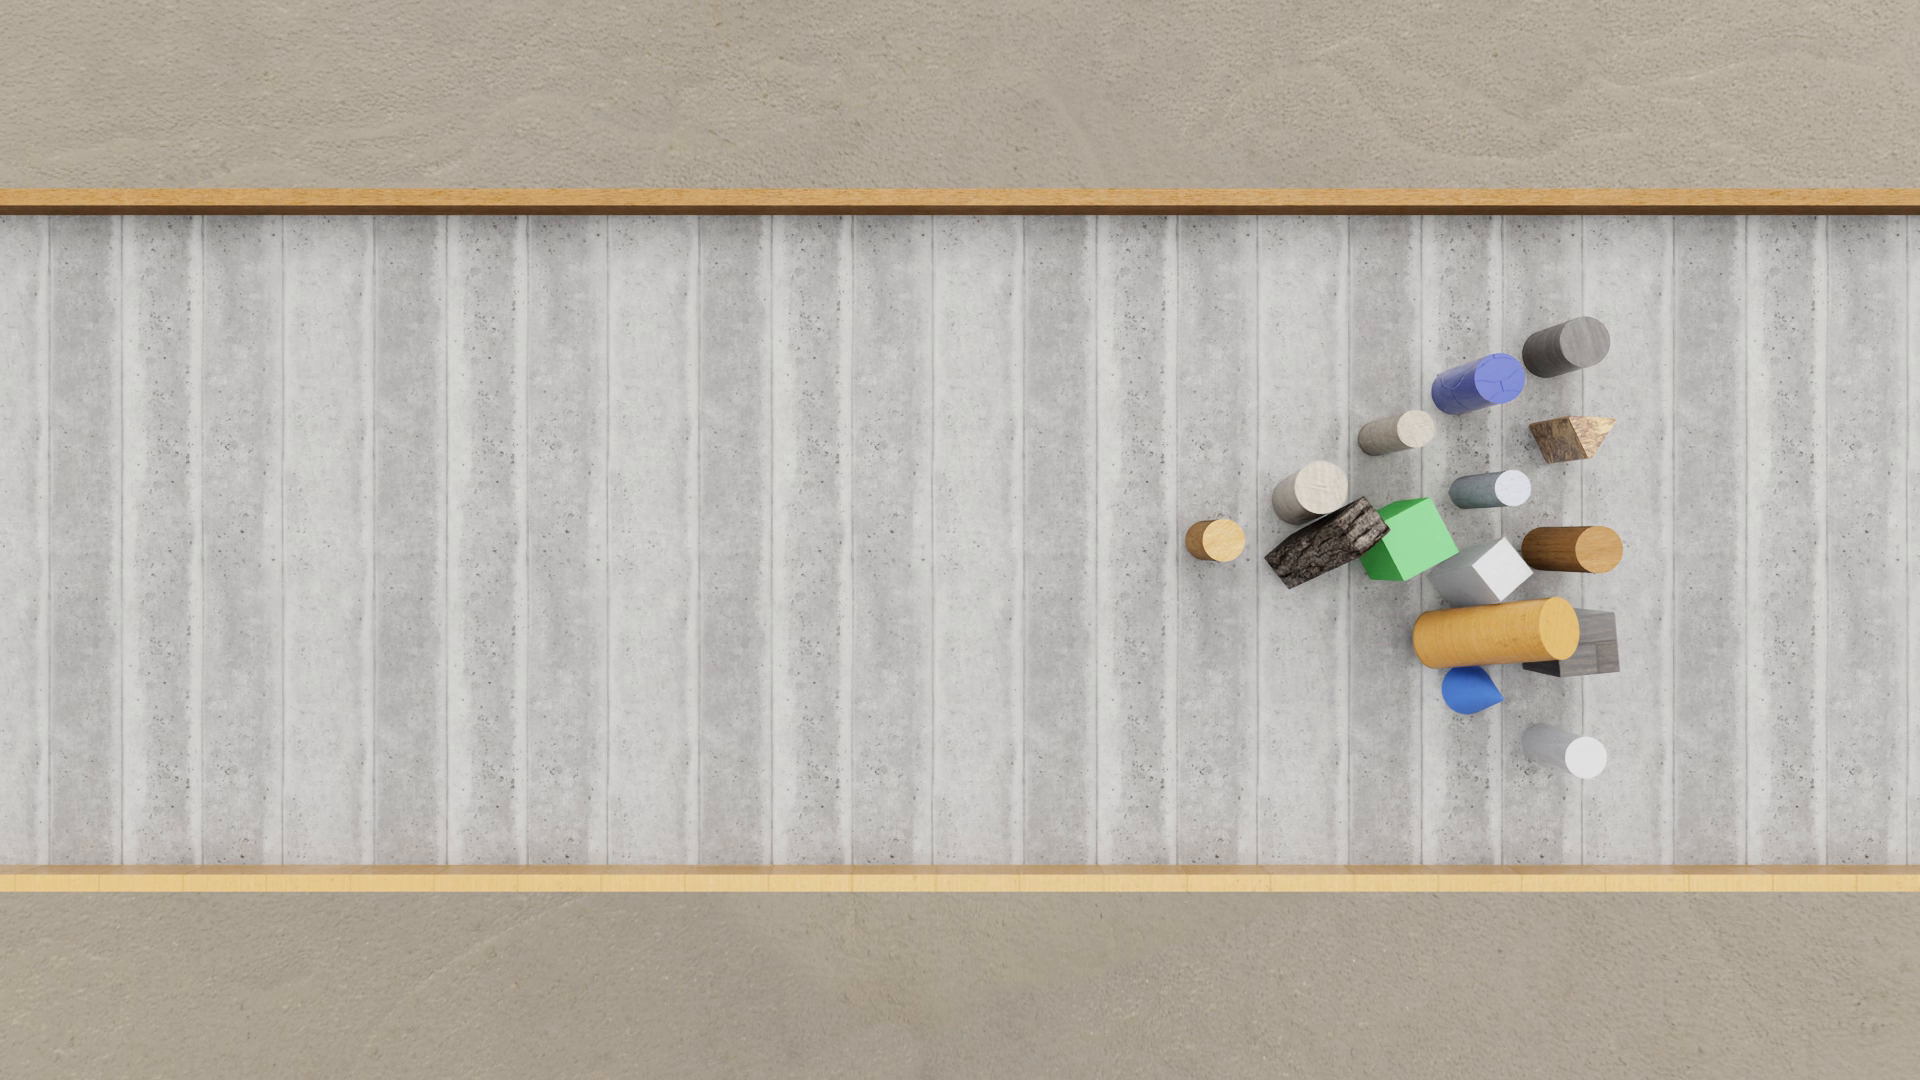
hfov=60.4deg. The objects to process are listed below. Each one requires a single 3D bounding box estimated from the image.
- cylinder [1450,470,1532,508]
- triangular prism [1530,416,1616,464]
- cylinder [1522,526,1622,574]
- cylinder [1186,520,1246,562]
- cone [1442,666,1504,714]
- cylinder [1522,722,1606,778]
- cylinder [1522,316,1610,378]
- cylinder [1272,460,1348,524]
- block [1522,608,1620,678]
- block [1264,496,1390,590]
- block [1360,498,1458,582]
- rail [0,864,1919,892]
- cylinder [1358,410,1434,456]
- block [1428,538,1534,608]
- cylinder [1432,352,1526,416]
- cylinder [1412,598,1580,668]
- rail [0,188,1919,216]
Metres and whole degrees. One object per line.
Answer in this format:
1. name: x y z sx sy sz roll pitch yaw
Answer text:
1. cylinder: 1.558 -0.146 4.861 0.102 0.431 0.102 0 90 0
2. triangular prism: 1.800 -0.323 4.909 0.117 0.335 0.135 34 90 0
3. cylinder: 1.795 0.027 4.853 0.134 0.446 0.134 0 90 0
4. cylinder: 0.754 0.001 4.895 0.122 0.364 0.122 0 90 0
5. cone: 1.561 0.458 4.900 0.157 0.352 0.157 0 90 0
6. cylinder: 1.790 0.622 4.896 0.120 0.361 0.120 0 90 0
7. cylinder: 1.803 -0.572 4.918 0.147 0.317 0.147 0 90 0
8. cylinder: 1.028 -0.135 4.862 0.151 0.419 0.151 0 86 2
9. block: 1.812 0.303 4.920 0.174 0.313 0.174 -5 90 0
10. block: 1.072 0.013 4.843 0.124 0.450 0.124 -38 89 -21
11. block: 1.303 -0.001 4.895 0.178 0.360 0.178 -28 90 -1
12. rail: -2.247 1.025 5.001 12.000 0.150 0.050 0 90 0
13. cylinder: 1.277 -0.312 4.848 0.106 0.457 0.106 0 90 0
14. block: 1.545 0.102 4.913 0.133 0.308 0.133 -39 90 -11
15. cylinder: 1.522 -0.456 4.863 0.143 0.426 0.143 0 90 0
16. cylinder: 1.565 0.276 4.838 0.178 0.455 0.178 5 80 -33
17. rail: -2.247 -1.025 5.002 12.000 0.150 0.050 0 90 0
